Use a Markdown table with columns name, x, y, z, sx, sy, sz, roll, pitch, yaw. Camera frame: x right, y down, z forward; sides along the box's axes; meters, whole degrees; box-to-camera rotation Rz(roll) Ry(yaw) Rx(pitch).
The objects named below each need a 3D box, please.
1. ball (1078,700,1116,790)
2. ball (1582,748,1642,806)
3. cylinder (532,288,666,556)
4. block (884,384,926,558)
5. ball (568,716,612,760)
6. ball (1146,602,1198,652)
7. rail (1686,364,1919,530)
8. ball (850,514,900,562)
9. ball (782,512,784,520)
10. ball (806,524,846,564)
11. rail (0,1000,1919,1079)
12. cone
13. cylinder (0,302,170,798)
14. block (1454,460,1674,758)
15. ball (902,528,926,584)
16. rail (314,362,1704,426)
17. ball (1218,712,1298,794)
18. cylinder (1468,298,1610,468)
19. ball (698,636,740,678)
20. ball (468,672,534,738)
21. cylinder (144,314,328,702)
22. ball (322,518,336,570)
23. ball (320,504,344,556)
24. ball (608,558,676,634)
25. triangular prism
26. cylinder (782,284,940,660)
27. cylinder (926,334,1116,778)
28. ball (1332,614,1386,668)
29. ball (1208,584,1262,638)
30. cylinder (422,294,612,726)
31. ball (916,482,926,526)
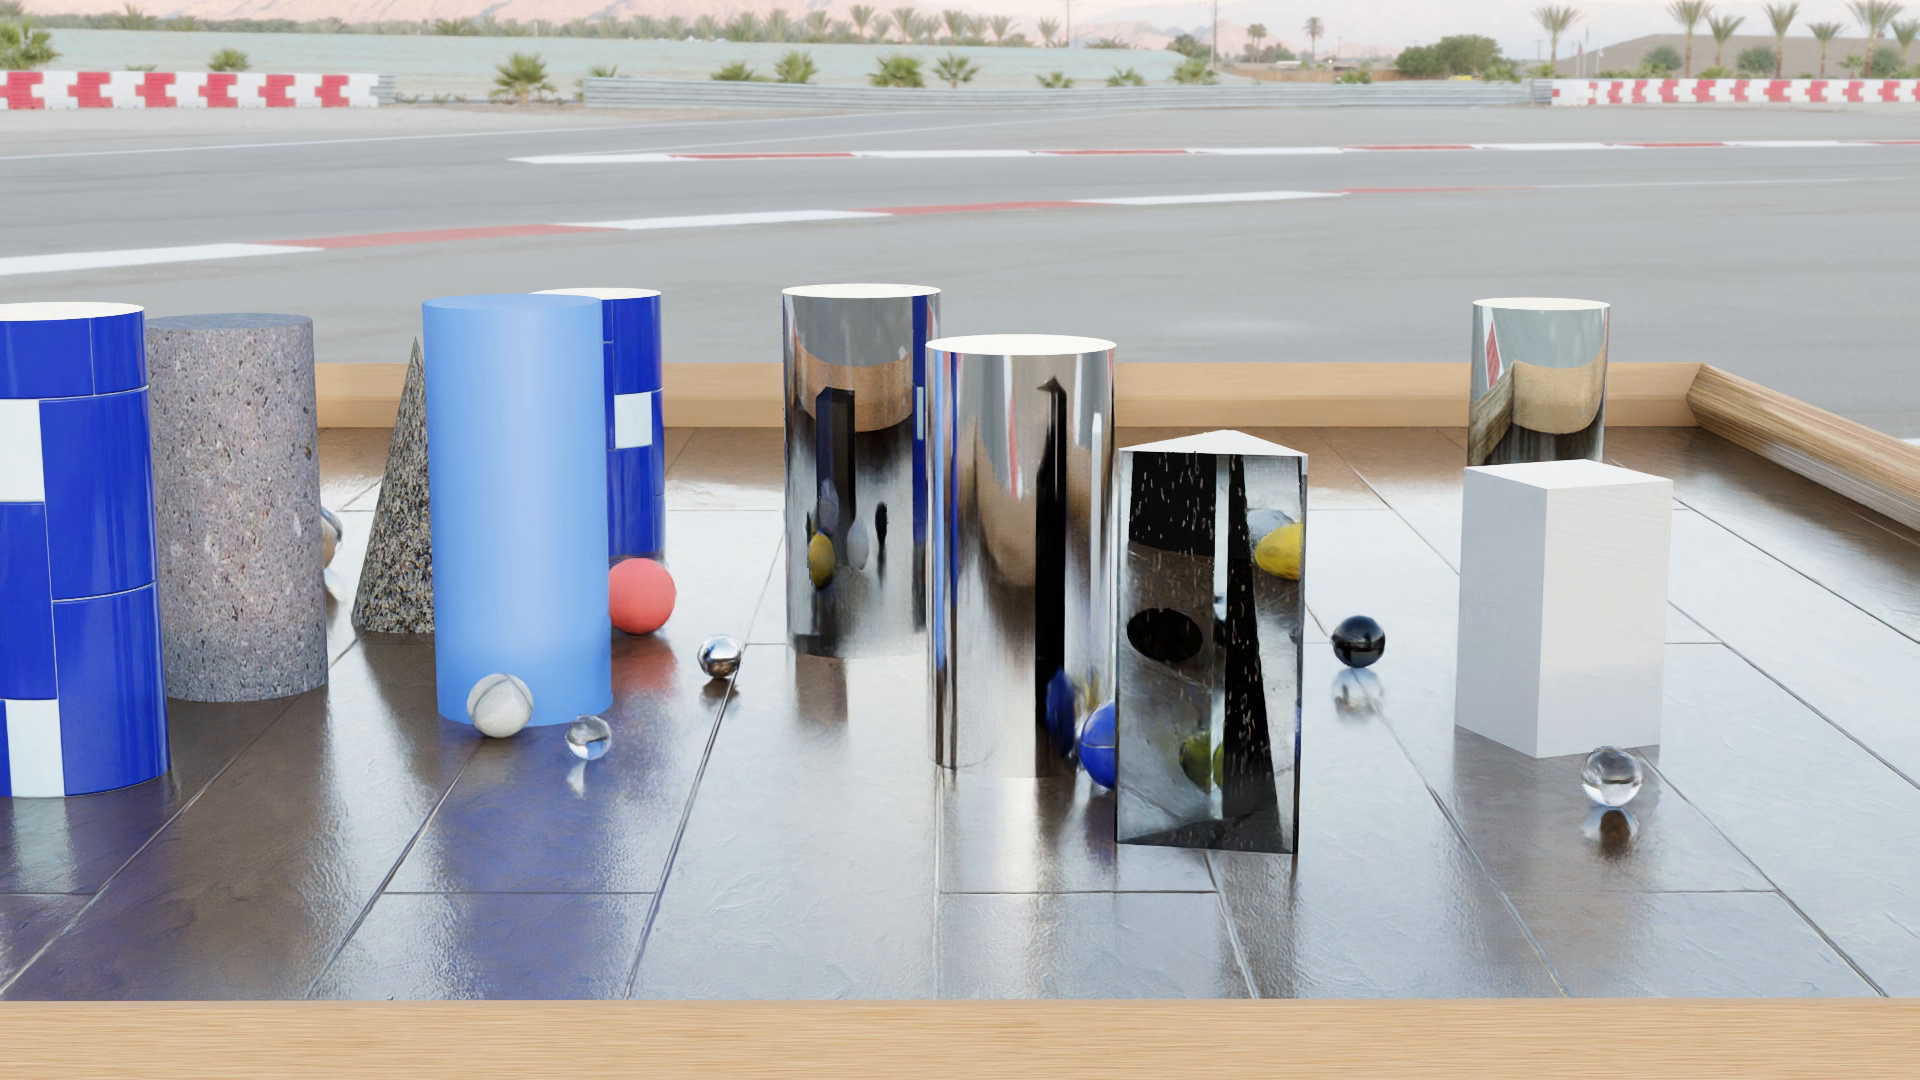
| name | x | y | z | sx | sy | sz | roll | pitch | yaw |
| --- | --- | --- | --- | --- | --- | --- | --- | --- | --- |
| ball | 0.167 | 0.209 | 2.604 | 0.093 | 0.093 | 0.093 | 0 | 10 | 0 |
| ball | 0.649 | 0.236 | 2.554 | 0.058 | 0.058 | 0.058 | 0 | 10 | 0 |
| cylinder | -0.553 | -0.183 | 3.918 | 0.199 | 0.386 | 0.199 | 0 | 10 | 0 |
| block | -0.026 | -0.108 | 3.909 | 0.159 | 0.241 | 0.159 | -1 | 11 | -8 |
| ball | -0.393 | 0.210 | 2.725 | 0.047 | 0.047 | 0.047 | 0 | 10 | 0 |
| ball | 0.266 | 0.109 | 3.220 | 0.065 | 0.065 | 0.065 | 0 | 10 | 0 |
| rail | 1.501 | 0.032 | 3.457 | 0.045 | 0.129 | 3.618 | 0 | 10 | 0 |
| ball | -0.126 | -0.003 | 3.807 | 0.072 | 0.072 | 0.072 | 0 | 10 | 0 |
| ball | -0.246 | -0.039 | 4.021 | 0.065 | 0.065 | 0.065 | 0 | 10 | 0 |
| ball | -0.198 | 0.006 | 3.792 | 0.060 | 0.060 | 0.060 | 0 | 10 | 0 |
| rail | 0.010 | 0.358 | 1.693 | 3.050 | 0.129 | 0.045 | 0 | 10 | 0 |
| cone | -0.714 | -0.083 | 3.398 | 0.199 | 0.378 | 0.199 | 0 | 10 | 0 |
| cylinder | -0.929 | 0.005 | 2.638 | 0.199 | 0.481 | 0.199 | 0 | 10 | 0 |
| block | 0.658 | 0.071 | 2.806 | 0.159 | 0.291 | 0.159 | -4 | 11 | -21 |
| ball | -0.041 | 0.022 | 3.642 | 0.082 | 0.082 | 0.082 | 0 | 10 | 0 |
| rail | -0.010 | -0.292 | 5.204 | 3.050 | 0.129 | 0.045 | 0 | 10 | 0 |
| ball | 0.301 | 0.216 | 2.597 | 0.082 | 0.082 | 0.082 | 0 | 10 | 0 |
| cylinder | 0.862 | -0.164 | 3.837 | 0.199 | 0.378 | 0.199 | 0 | 10 | 0 |
| ball | -0.290 | 0.141 | 3.087 | 0.052 | 0.052 | 0.052 | 0 | 10 | 0 |
| ball | -0.504 | 0.181 | 2.815 | 0.071 | 0.071 | 0.071 | 0 | 10 | 0 |
| cylinder | -0.858 | -0.043 | 3.033 | 0.199 | 0.432 | 0.199 | 0 | 10 | 0 |
| ball | -0.946 | 0.006 | 3.683 | 0.099 | 0.099 | 0.099 | 0 | 10 | 0 |
| ball | -0.954 | -0.008 | 3.779 | 0.092 | 0.092 | 0.092 | 0 | 10 | 0 |
| ball | -0.417 | 0.072 | 3.325 | 0.099 | 0.099 | 0.099 | 0 | 10 | 0 |
| triangular prism | 0.246 | 0.092 | 2.457 | 0.172 | 0.377 | 0.149 | 2 | 11 | 12 |
| cylinder | -0.123 | -0.091 | 3.244 | 0.199 | 0.449 | 0.199 | 0 | 10 | 0 |
| cylinder | 0.063 | 0.012 | 2.713 | 0.199 | 0.440 | 0.199 | 0 | 10 | 0 |
| ball | 0.488 | 0.123 | 3.139 | 0.066 | 0.066 | 0.066 | 0 | 10 | 0 |
| ball | 0.354 | 0.091 | 3.301 | 0.071 | 0.071 | 0.071 | 0 | 10 | 0 |
| cylinder | -0.501 | -0.038 | 2.917 | 0.199 | 0.466 | 0.199 | 0 | 10 | 0 |
| ball | -0.023 | -0.054 | 3.793 | 0.086 | 0.086 | 0.086 | 0 | 10 | 0 |
